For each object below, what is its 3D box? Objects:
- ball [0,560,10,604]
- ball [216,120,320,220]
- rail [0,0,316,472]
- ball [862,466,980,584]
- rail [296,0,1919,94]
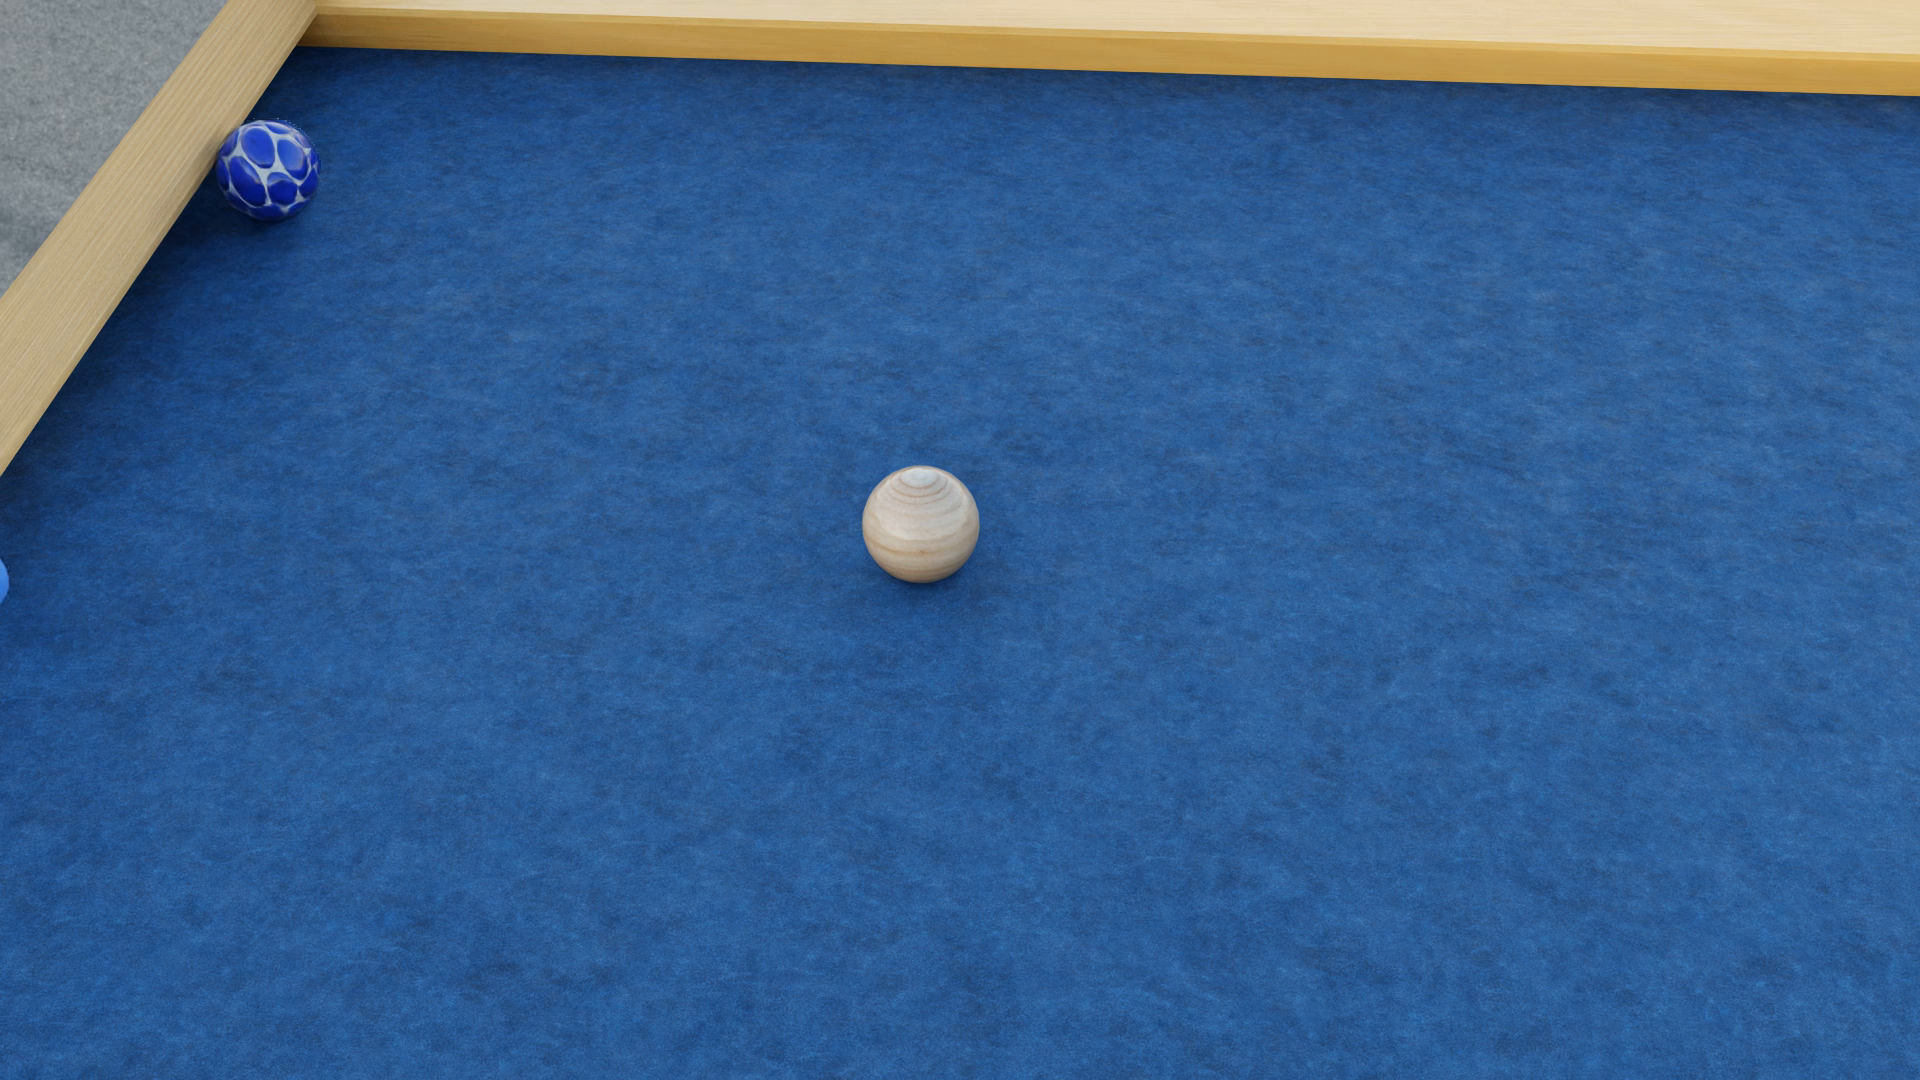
[{"bbox_3d":[-0.707,0.030,1.836,0.050,0.050,0.050,0,35,0],"label":"ball"},{"bbox_3d":[-0.626,-0.334,2.320,0.090,0.090,0.090,0,35,0],"label":"ball"},{"bbox_3d":[-0.730,-0.052,1.892,0.045,0.117,1.775,2,35,3],"label":"rail"},{"bbox_3d":[-0.028,-0.011,1.863,0.086,0.086,0.086,0,35,0],"label":"ball"},{"bbox_3d":[0.817,-0.484,2.508,3.022,0.117,0.045,2,35,3],"label":"rail"}]
